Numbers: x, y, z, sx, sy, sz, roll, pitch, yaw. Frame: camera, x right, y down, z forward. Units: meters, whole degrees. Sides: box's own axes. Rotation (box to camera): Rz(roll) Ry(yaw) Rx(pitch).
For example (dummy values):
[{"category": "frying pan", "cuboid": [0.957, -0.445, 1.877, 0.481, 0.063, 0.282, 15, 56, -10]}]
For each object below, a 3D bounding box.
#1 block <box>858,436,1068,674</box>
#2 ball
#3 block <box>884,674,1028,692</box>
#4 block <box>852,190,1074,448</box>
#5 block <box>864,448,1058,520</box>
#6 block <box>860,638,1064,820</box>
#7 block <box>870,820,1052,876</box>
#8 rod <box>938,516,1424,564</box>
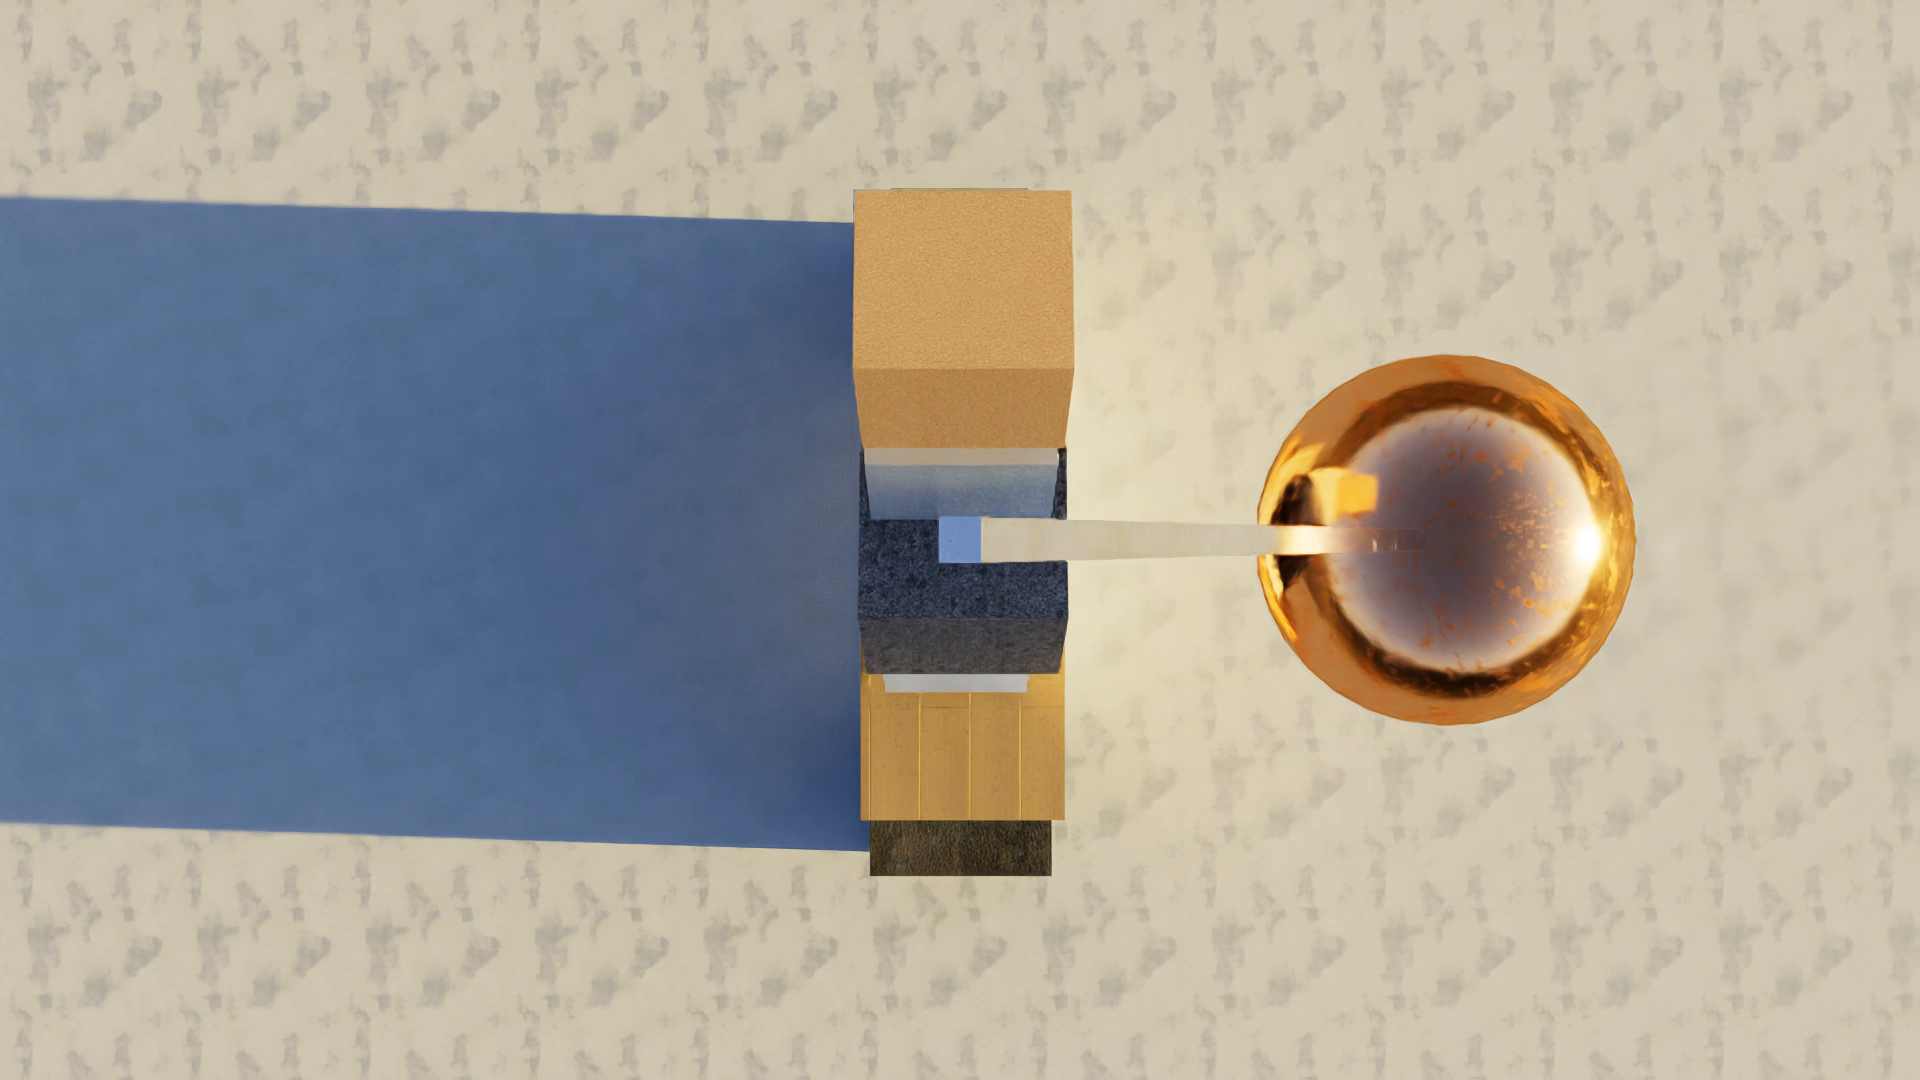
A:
[{"category": "block", "cuboid": [0.013, 0.059, 9.791, 0.882, 0.977, 0.872, 0, 73, 0]}, {"category": "ball", "cuboid": [2.074, 0.000, 9.461, 1.600, 1.600, 1.600, 0, 90, 0]}, {"category": "block", "cuboid": [-0.019, 0.306, 10.600, 0.694, 0.714, 0.713, 0, 73, 0]}, {"category": "block", "cuboid": [0.013, -0.823, 8.378, 0.796, 0.846, 0.705, 0, 73, 0]}, {"category": "block", "cuboid": [0.005, -0.593, 9.116, 0.763, 0.701, 0.842, 0, 73, 0]}, {"category": "block", "cuboid": [0.014, 0.881, 11.495, 1.016, 1.078, 1.032, 0, 90, 0]}, {"category": "block", "cuboid": [0.004, 1.386, 12.532, 0.999, 0.936, 0.917, 0, 90, 0]}, {"category": "rod", "cuboid": [0.899, 0.000, 6.270, 0.080, 5.200, 0.080, 0, 90, 20]}]
